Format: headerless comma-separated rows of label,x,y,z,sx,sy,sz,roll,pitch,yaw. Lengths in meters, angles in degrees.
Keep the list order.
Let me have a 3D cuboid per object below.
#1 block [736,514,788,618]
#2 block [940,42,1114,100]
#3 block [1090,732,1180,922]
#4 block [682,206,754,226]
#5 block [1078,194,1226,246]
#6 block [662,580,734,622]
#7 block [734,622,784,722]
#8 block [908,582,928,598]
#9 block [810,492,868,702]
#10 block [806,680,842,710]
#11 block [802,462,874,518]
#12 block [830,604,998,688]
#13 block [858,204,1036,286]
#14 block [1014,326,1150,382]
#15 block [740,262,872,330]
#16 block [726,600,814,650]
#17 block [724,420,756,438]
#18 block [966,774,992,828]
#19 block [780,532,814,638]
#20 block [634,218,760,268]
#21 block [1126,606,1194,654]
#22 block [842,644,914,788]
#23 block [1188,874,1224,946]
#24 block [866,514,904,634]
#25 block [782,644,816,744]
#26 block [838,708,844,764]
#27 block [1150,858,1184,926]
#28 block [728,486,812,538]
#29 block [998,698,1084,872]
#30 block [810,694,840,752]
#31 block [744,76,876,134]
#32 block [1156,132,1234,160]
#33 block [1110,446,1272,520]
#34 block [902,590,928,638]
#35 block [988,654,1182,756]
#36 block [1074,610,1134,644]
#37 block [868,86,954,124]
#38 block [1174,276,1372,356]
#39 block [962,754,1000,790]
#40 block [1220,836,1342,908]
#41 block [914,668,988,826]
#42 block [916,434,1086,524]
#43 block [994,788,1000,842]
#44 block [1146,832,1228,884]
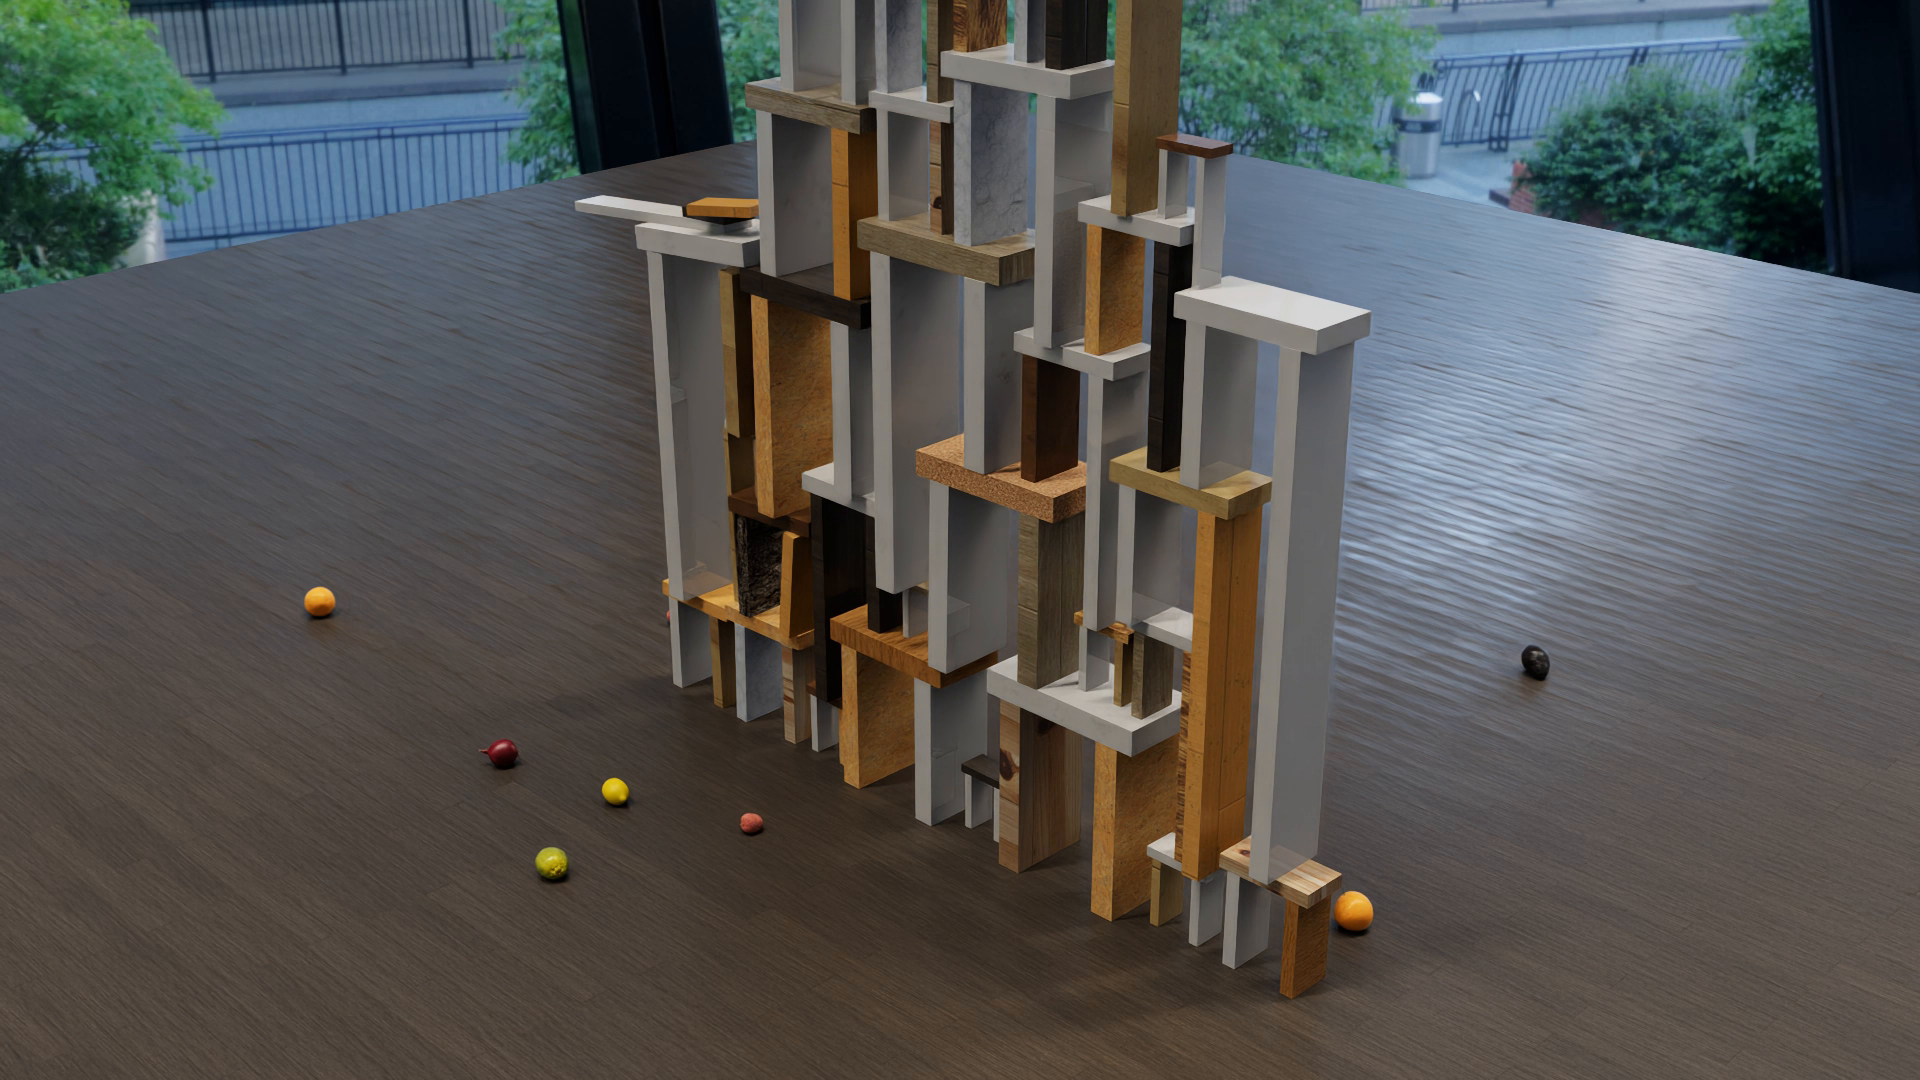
block,-0.421,0.036,4.696,0.033,0.236,0.118,20,30,38
block,0.123,-0.801,3.741,0.292,0.041,0.146,20,30,39
block,0.327,0.512,4.093,0.051,0.360,0.180,21,31,41
block,-0.490,-0.663,4.455,0.075,0.021,0.149,-19,25,-36
block,0.318,-0.536,3.660,0.113,0.032,0.226,-20,30,-39
block,-0.548,0.120,4.878,0.219,0.031,0.109,20,30,40
block,-0.436,0.273,4.821,0.033,0.231,0.116,23,32,40
block,-0.064,0.090,4.321,0.108,0.015,0.054,21,31,40
block,-0.245,0.105,4.540,0.124,0.461,0.035,-21,30,-40
block,-0.257,0.324,4.638,0.066,0.019,0.131,-21,31,-40
block,-0.187,-0.102,4.391,0.248,0.035,0.124,21,31,41
block,-0.094,0.202,4.410,0.159,0.045,0.319,-21,31,-41
block,0.002,-0.539,3.989,0.360,0.051,0.180,21,31,40
block,0.220,-0.334,3.847,0.118,0.033,0.236,-21,31,-40
block,-0.249,-0.492,4.295,0.176,0.050,0.353,-21,31,-41
block,-0.384,0.170,4.725,0.231,0.033,0.116,20,30,39
block,-0.421,-0.236,4.588,0.131,0.019,0.066,18,29,36
block,0.038,0.512,4.401,0.017,0.120,0.060,21,31,41
block,-0.317,0.080,4.592,0.118,0.236,0.033,-20,36,-39
block,-0.488,-0.616,4.490,0.345,0.049,0.172,16,27,43
block,0.387,0.156,3.874,0.085,0.024,0.170,-21,31,-40
block,-0.168,0.340,4.552,0.159,0.319,0.045,-21,31,-40
block,0.450,0.666,4.014,0.020,0.140,0.070,21,31,41
block,-0.129,0.052,4.391,0.035,0.247,0.124,21,31,41
block,-0.326,0.311,4.731,0.033,0.231,0.116,20,30,39
block,-0.224,0.405,4.639,0.019,0.131,0.066,21,31,40
block,0.385,0.640,4.074,0.020,0.139,0.070,21,31,41
block,-0.359,-0.065,4.588,0.236,0.033,0.118,18,29,37
block,0.157,0.446,4.249,0.051,0.360,0.180,21,31,41
block,-0.286,0.380,4.696,0.066,0.131,0.019,-21,31,-41
block,-0.239,-0.824,4.136,0.320,0.045,0.160,22,31,40
block,0.377,-0.635,3.540,0.114,0.016,0.057,21,31,40
block,0.394,-0.103,3.746,0.258,0.037,0.129,21,31,40
block,-0.089,0.136,4.370,0.015,0.108,0.054,21,31,40
block,0.242,0.290,4.091,0.360,0.051,0.180,21,31,41
block,0.277,0.152,3.993,0.130,0.018,0.065,21,31,41
block,-0.056,-0.784,3.944,0.203,0.029,0.102,20,30,39
block,0.499,-0.363,3.529,0.285,0.040,0.143,21,31,40
block,0.066,0.460,4.348,0.120,0.017,0.060,21,31,41
block,0.562,0.580,3.863,0.097,0.027,0.193,-21,31,-41
block,-0.017,0.399,4.412,0.159,0.319,0.045,-21,31,-40
block,0.101,-0.122,4.056,0.343,0.049,0.171,21,31,40
block,0.094,0.534,4.349,0.017,0.120,0.060,21,31,41
block,0.417,0.579,4.013,0.140,0.020,0.070,21,31,41
